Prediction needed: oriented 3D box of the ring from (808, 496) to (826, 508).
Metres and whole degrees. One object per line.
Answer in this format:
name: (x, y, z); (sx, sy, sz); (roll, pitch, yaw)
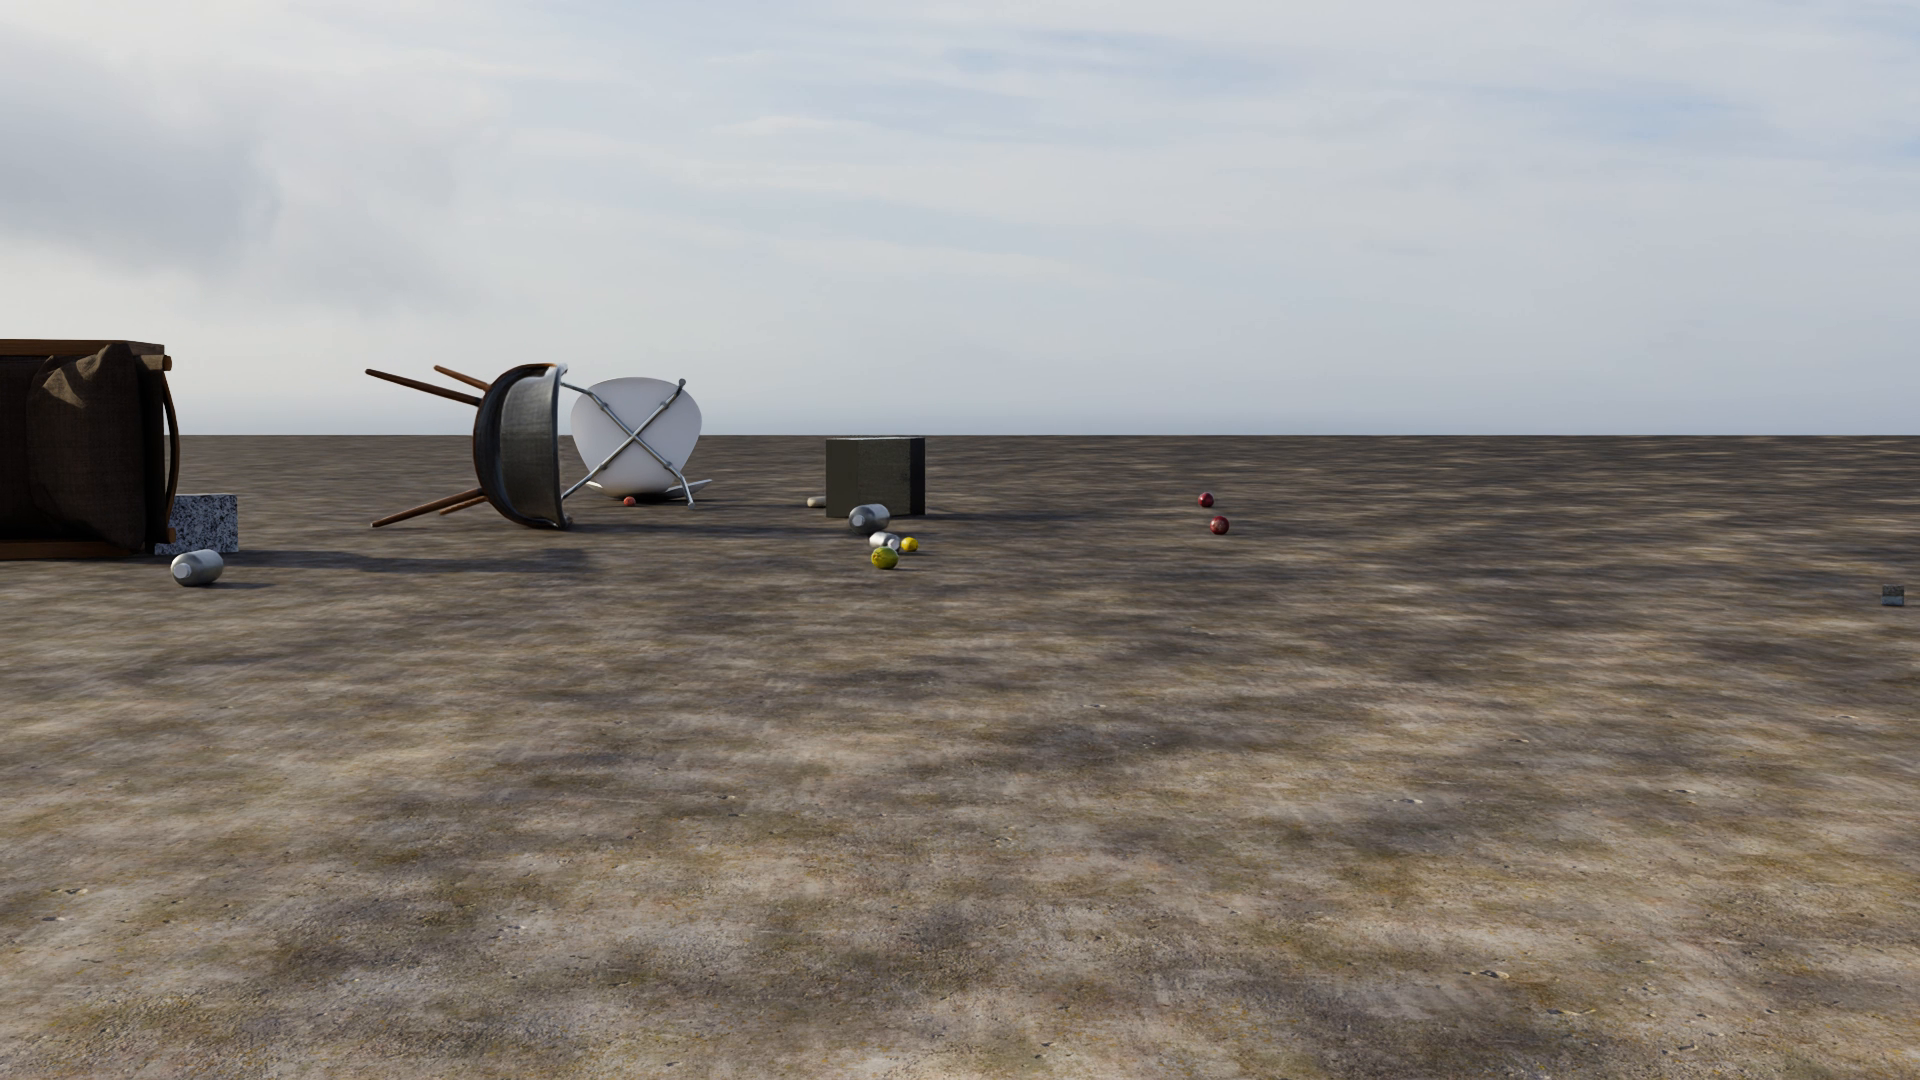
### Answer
ring: (-0.538, -0.145, 8.368); (0.085, 0.040, 0.166); (-1, 3, 3)

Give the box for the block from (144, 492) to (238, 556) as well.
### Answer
block: (-2.116, -0.046, 6.052); (0.221, 0.158, 0.117); (-3, 5, -33)

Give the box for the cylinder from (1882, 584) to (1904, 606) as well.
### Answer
cylinder: (1.938, 0.114, 4.568); (0.040, 0.043, 0.044); (1, -1, 20)

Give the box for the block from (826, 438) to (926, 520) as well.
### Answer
block: (-0.296, -0.222, 7.772); (0.150, 0.275, 0.357); (3, 5, 39)
